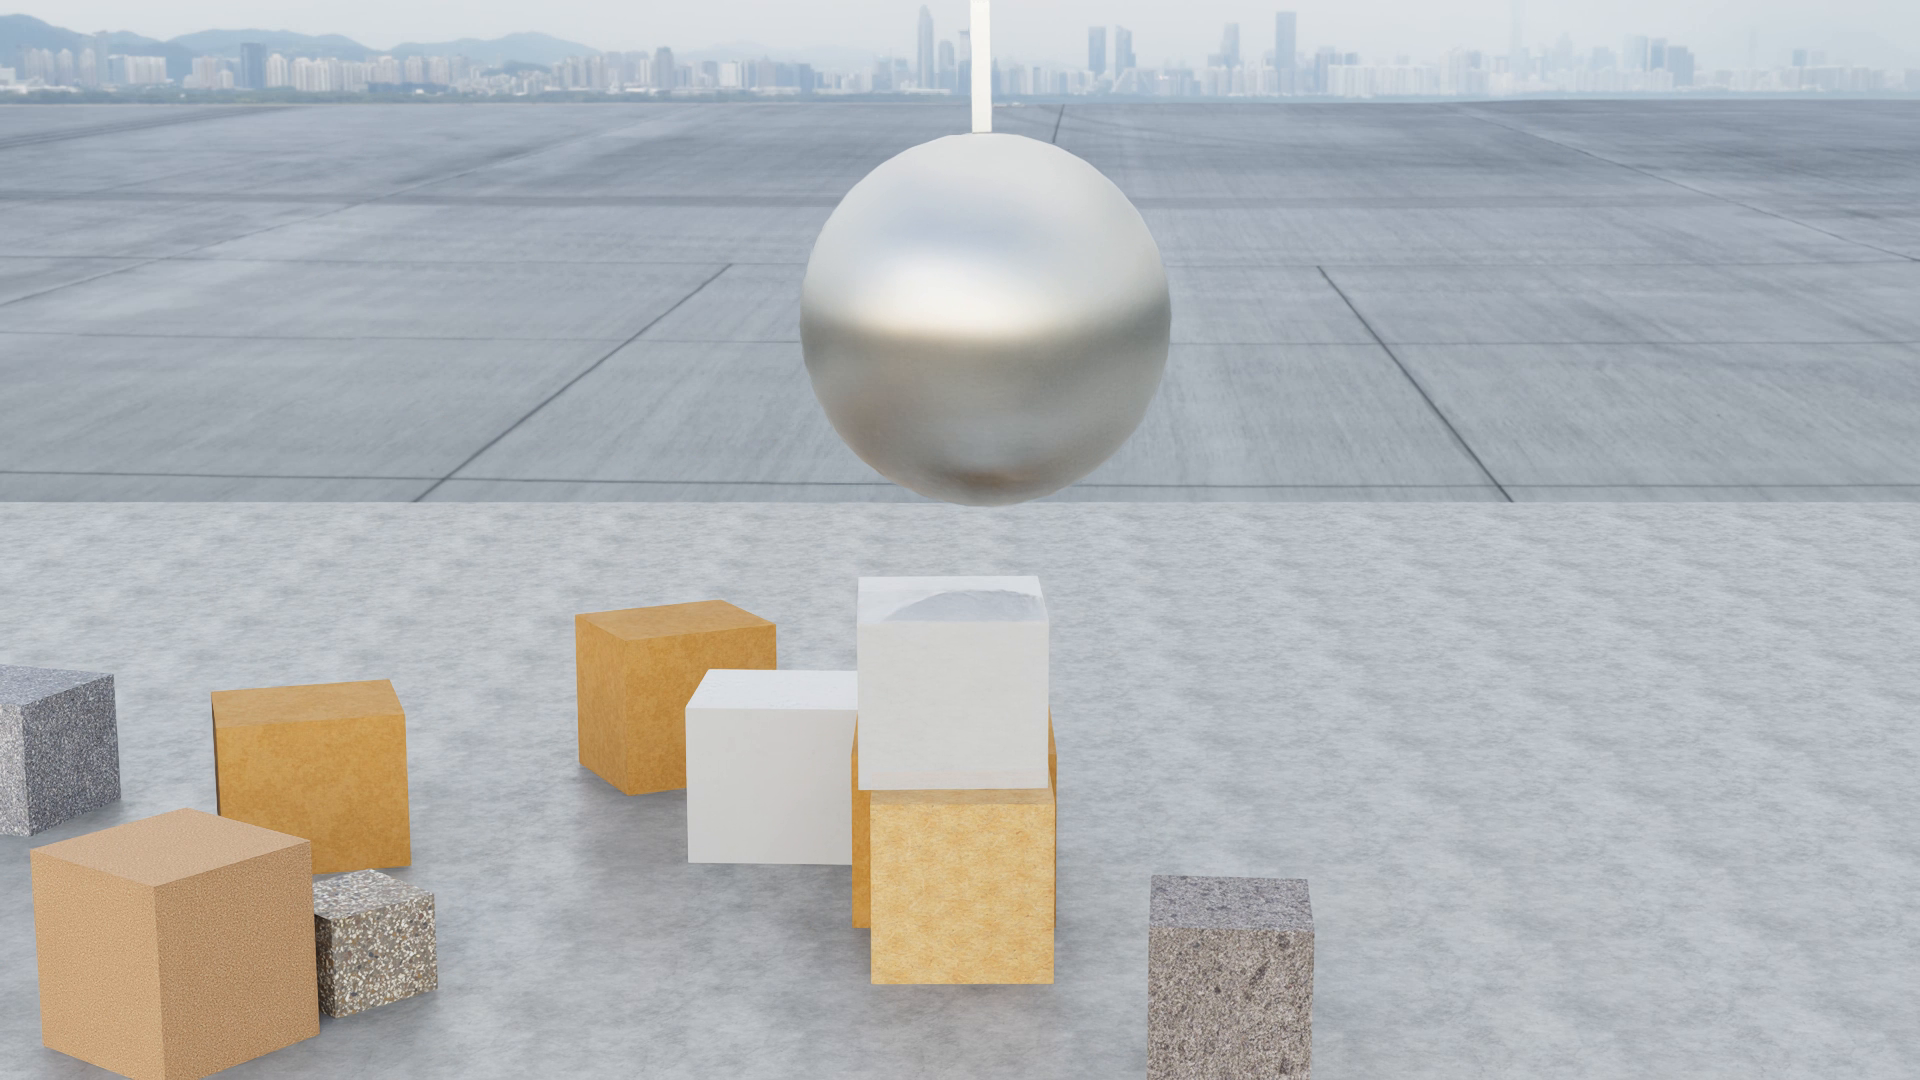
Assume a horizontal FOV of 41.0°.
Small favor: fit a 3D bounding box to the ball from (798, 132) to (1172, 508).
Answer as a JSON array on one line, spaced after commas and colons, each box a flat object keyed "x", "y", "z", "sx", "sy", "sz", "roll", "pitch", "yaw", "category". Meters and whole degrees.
[{"x": 0.108, "y": -0.941, "z": 11.009, "sx": 1.600, "sy": 1.600, "sz": 1.600, "roll": 0, "pitch": 10, "yaw": 0, "category": "ball"}]

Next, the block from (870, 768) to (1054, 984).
[{"x": 0.007, "y": 1.319, "z": 10.283, "sx": 0.713, "sy": 0.726, "sz": 0.656, "roll": 0, "pitch": 10, "yaw": 0, "category": "block"}]

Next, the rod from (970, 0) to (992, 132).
[{"x": 0.047, "y": -4.286, "z": 10.401, "sx": 0.080, "sy": 5.200, "sz": 0.080, "roll": -1, "pitch": 10, "yaw": 0, "category": "rod"}]

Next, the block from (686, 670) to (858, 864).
[{"x": -0.814, "y": 1.037, "z": 11.855, "sx": 0.792, "sy": 0.718, "sz": 0.751, "roll": 0, "pitch": 10, "yaw": 2, "category": "block"}]

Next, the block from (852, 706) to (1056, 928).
[{"x": -0.026, "y": 1.174, "z": 11.027, "sx": 0.846, "sy": 0.744, "sz": 0.828, "roll": 0, "pitch": 10, "yaw": 0, "category": "block"}]

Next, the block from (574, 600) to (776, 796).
[{"x": -1.445, "y": 0.786, "z": 13.059, "sx": 0.806, "sy": 0.781, "sz": 0.706, "roll": -6, "pitch": 12, "yaw": -28, "category": "block"}]

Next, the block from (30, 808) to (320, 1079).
[{"x": -2.863, "y": 1.474, "z": 9.378, "sx": 0.723, "sy": 0.745, "sz": 0.678, "roll": 8, "pitch": 13, "yaw": 36, "category": "block"}]

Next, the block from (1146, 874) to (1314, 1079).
[{"x": 0.960, "y": 1.584, "z": 9.166, "sx": 0.568, "sy": 0.604, "sz": 0.586, "roll": 1, "pitch": 10, "yaw": 5, "category": "block"}]

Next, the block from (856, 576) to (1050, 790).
[{"x": -0.038, "y": 0.567, "z": 10.405, "sx": 0.747, "sy": 0.681, "sz": 0.765, "roll": 0, "pitch": 12, "yaw": -2, "category": "block"}]

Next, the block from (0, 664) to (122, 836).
[{"x": -4.558, "y": 0.997, "z": 12.329, "sx": 0.699, "sy": 0.626, "sz": 0.687, "roll": 3, "pitch": 11, "yaw": 18, "category": "block"}]

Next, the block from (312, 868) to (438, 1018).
[{"x": -2.351, "y": 1.555, "z": 9.937, "sx": 0.452, "sy": 0.385, "sz": 0.455, "roll": 10, "pitch": 14, "yaw": 44, "category": "block"}]

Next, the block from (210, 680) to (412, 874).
[{"x": -2.957, "y": 1.080, "z": 11.668, "sx": 0.807, "sy": 0.700, "sz": 0.704, "roll": -3, "pitch": 11, "yaw": -18, "category": "block"}]
